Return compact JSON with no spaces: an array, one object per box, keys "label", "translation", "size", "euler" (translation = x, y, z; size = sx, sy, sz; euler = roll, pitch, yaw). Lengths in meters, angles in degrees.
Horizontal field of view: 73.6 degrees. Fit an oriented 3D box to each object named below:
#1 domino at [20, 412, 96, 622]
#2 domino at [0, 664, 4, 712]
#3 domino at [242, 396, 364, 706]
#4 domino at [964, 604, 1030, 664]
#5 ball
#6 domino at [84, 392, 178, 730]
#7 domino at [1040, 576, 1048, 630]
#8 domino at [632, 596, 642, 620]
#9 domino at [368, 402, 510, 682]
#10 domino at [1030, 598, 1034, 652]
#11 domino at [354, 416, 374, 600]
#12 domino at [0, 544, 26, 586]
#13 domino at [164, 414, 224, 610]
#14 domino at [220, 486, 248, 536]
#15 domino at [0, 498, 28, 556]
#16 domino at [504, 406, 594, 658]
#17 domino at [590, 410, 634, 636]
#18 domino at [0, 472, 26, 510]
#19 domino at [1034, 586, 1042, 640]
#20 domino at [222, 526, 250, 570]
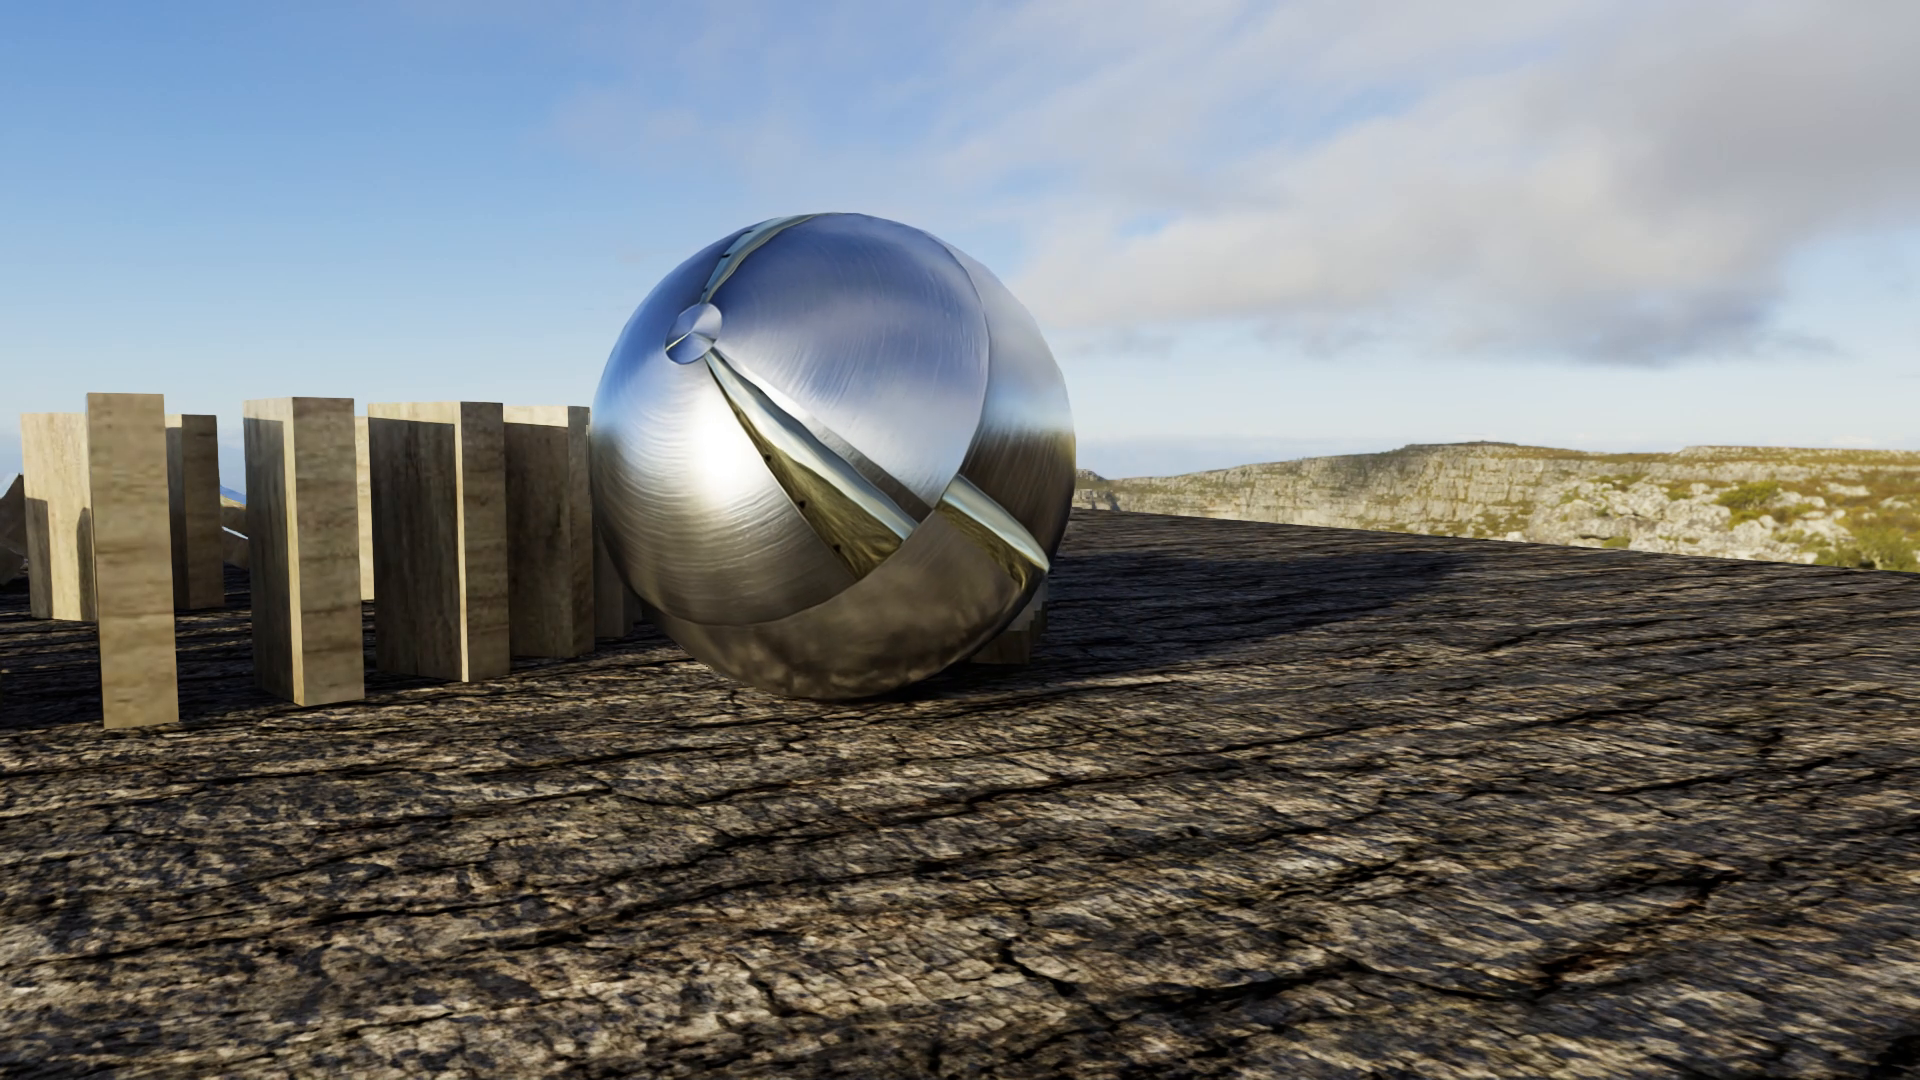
[{"label":"domino","translation":[-0.215,-0.006,0.314],"size":[0.025,0.050,0.010],"euler":[2,5,22]},{"label":"domino","translation":[-0.152,0.003,0.190],"size":[0.010,0.050,0.025],"euler":[-2,5,-23]},{"label":"domino","translation":[-0.112,0.001,0.218],"size":[0.025,0.050,0.010],"euler":[4,6,45]},{"label":"domino","translation":[0.002,0.003,0.263],"size":[0.025,0.010,0.050],"euler":[0,44,3]},{"label":"ball","translation":[-0.021,-0.014,0.214],"size":[0.080,0.080,0.080],"euler":[0,4,0]},{"label":"domino","translation":[-0.131,0.002,0.202],"size":[0.009,0.050,0.025],"euler":[-3,5,-35]},{"label":"domino","translation":[0.008,0.000,0.308],"size":[0.025,0.009,0.050],"euler":[0,44,3]},{"label":"domino","translation":[-0.090,-0.006,0.310],"size":[0.025,0.050,0.010],"euler":[-1,4,-15]},{"label":"domino","translation":[-0.097,0.000,0.238],"size":[0.025,0.050,0.009],"euler":[2,5,29]},{"label":"domino","translation":[0.003,0.002,0.278],"size":[0.025,0.010,0.050],"euler":[0,44,3]},{"label":"domino","translation":[-0.167,-0.010,0.362],"size":[0.009,0.050,0.025],"euler":[-1,4,-9]},{"label":"domino","translation":[-0.304,-0.006,0.374],"size":[0.025,0.010,0.050],"euler":[2,-37,29]},{"label":"domino","translation":[-0.207,-0.008,0.337],"size":[0.025,0.050,0.010],"euler":[2,5,25]},{"label":"domino","translation":[-0.242,-0.006,0.446],"size":[0.050,0.009,0.025],"euler":[26,-4,-18]},{"label":"domino","translation":[-0.294,-0.005,0.395],"size":[0.025,0.009,0.050],"euler":[4,-29,40]},{"label":"domino","translation":[-0.089,-0.002,0.261],"size":[0.025,0.050,0.010],"euler":[1,4,10]},{"label":"domino","translation":[-0.087,-0.004,0.286],"size":[0.025,0.050,0.009],"euler":[0,4,-2]},{"label":"domino","translation":[-0.281,-0.005,0.414],"size":[0.025,0.010,0.050],"euler":[5,-24,48]},{"label":"domino","translation":[0.006,0.001,0.293],"size":[0.025,0.009,0.050],"euler":[1,44,3]},{"label":"domino","translation":[-0.263,-0.006,0.433],"size":[0.050,0.009,0.025],"euler":[29,-9,-25]}]
